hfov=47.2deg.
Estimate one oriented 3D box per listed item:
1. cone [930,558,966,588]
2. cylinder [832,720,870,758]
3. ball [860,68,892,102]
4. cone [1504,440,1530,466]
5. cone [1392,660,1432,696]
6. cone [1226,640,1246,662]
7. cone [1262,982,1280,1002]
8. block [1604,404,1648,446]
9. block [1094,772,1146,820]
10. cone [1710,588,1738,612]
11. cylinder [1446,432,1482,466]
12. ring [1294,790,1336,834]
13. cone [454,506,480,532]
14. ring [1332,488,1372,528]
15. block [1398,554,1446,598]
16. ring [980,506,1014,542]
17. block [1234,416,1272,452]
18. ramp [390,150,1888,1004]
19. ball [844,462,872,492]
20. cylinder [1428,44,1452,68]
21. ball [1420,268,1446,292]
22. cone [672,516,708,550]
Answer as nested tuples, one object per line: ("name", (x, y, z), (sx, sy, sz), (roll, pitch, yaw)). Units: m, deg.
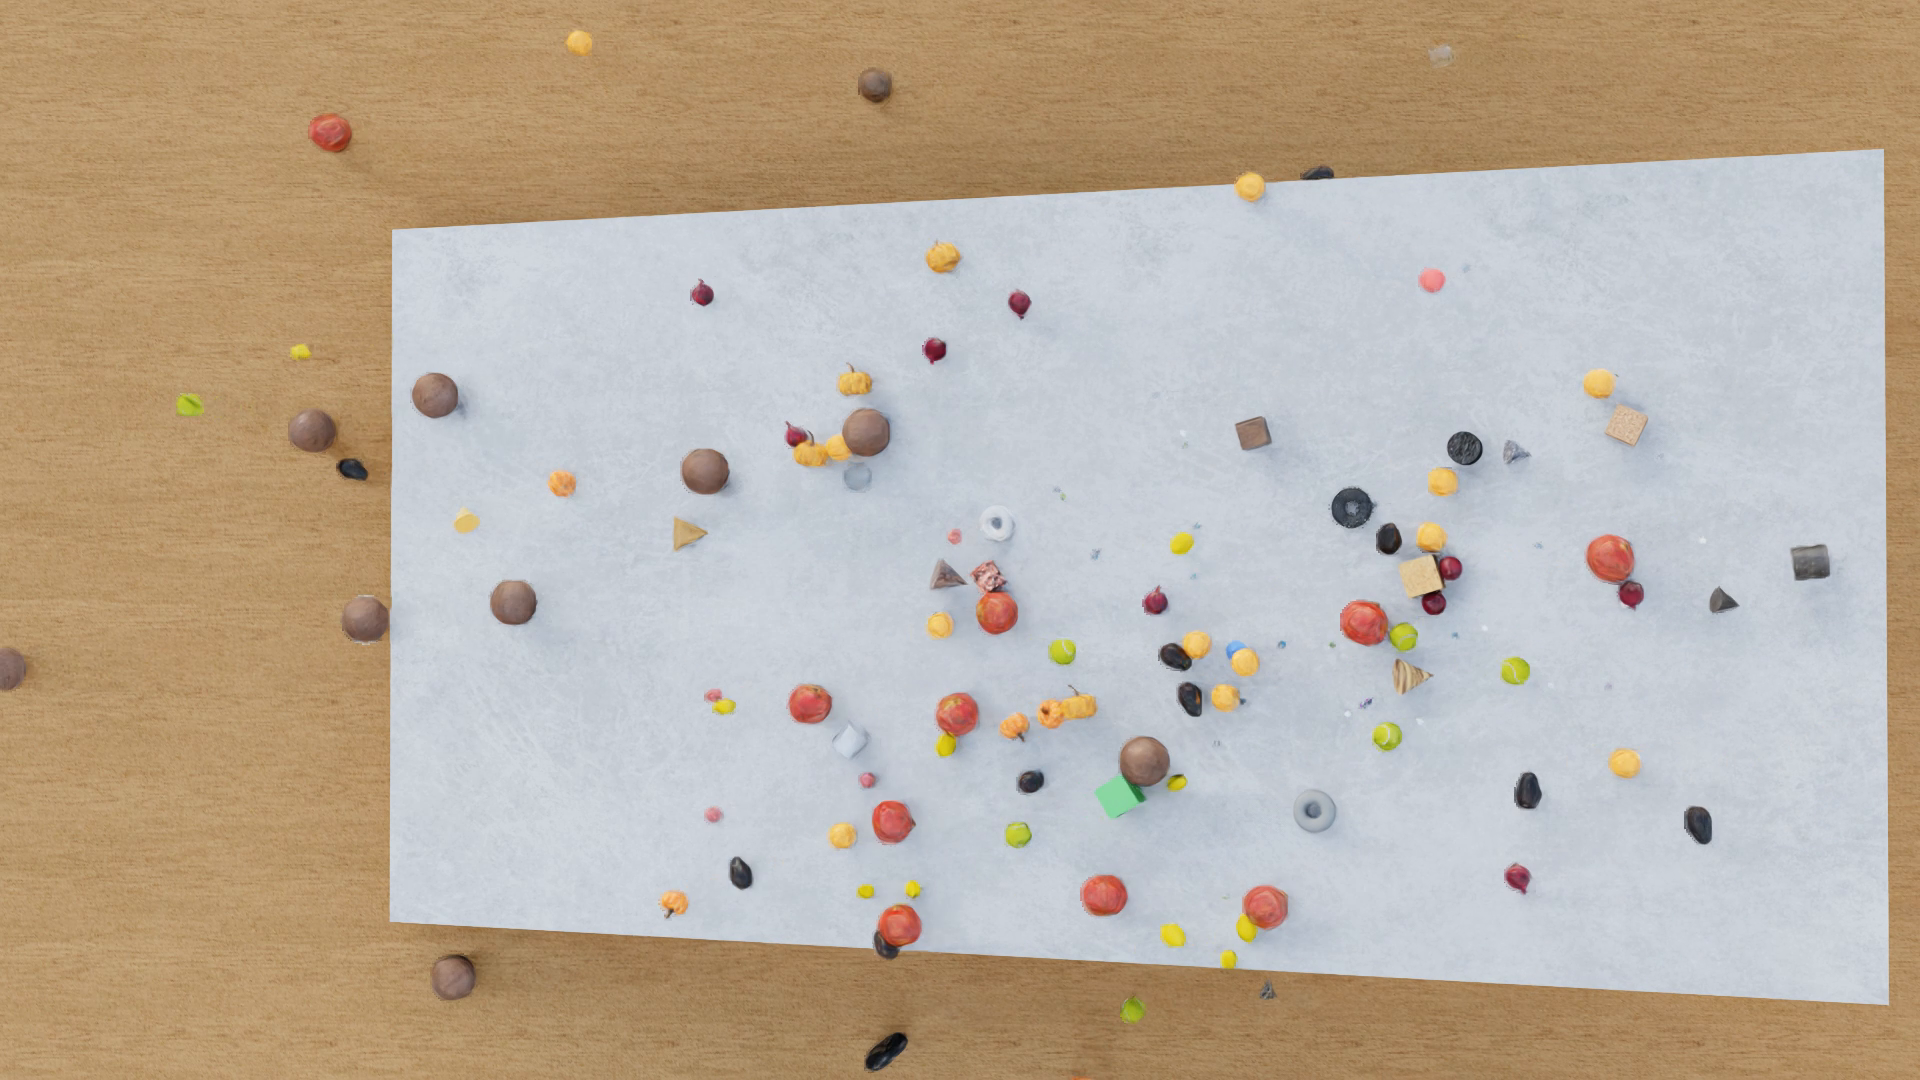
("cone", (-0.022, 0.104, 5.817), (0.092, 0.092, 0.092), (22, 89, 2))
("cylinder", (-0.291, 0.534, 5.880), (0.073, 0.073, 0.073), (42, 101, 1))
("ball", (-0.246, -1.328, 6.424), (0.097, 0.097, 0.097), (0, 89, 0))
("cone", (1.371, -0.210, 5.383), (0.061, 0.061, 0.061), (6, 89, -9))
("cone", (1.130, 0.338, 5.445), (0.090, 0.090, 0.090), (-2, 89, -9))
("cone", (0.696, 0.283, 5.578), (0.054, 0.054, 0.054), (0, 89, 18))
("cone", (0.898, 1.302, 6.393), (0.054, 0.054, 0.054), (-13, 113, 0))
("block", (1.602, -0.276, 5.285), (0.076, 0.076, 0.076), (27, 97, 16))
("block", (0.411, 0.657, 5.647), (0.087, 0.087, 0.087), (-33, 80, 15))
("cone", (1.827, 0.149, 5.232), (0.061, 0.061, 0.061), (14, 89, -9))
("cylinder", (1.239, -0.225, 5.398), (0.080, 0.080, 0.080), (0, 89, 18))
("ring", (0.890, 0.681, 5.520), (0.109, 0.036, 0.109), (-1, 88, 18))
("cone", (-1.412, -0.073, 6.268), (0.072, 0.072, 0.072), (-24, 54, 0))
("ring", (0.980, -0.080, 5.503), (0.102, 0.034, 0.102), (-1, 88, 19))
("block", (1.139, 0.090, 5.422), (0.087, 0.087, 0.087), (-19, 84, 17))
("ring", (0.098, -0.043, 5.785), (0.098, 0.033, 0.098), (0, 90, 19))
("block", (0.743, -0.269, 5.563), (0.069, 0.069, 0.069), (-17, 84, 17))
("ramp", (0.275, 0.093, 5.796), (4.000, 0.100, 2.000), (0, 89, 18))
("ball", (-0.274, -0.169, 5.882), (0.078, 0.078, 0.078), (0, 89, 0))
("cylinder", (1.307, -1.316, 5.985), (0.054, 0.054, 0.054), (-11, 89, 16))
("ball", (1.169, -0.642, 5.437), (0.060, 0.060, 0.060), (0, 89, 0))
("cone", (-0.738, -0.020, 6.046), (0.098, 0.098, 0.098), (-2, 89, -9))
